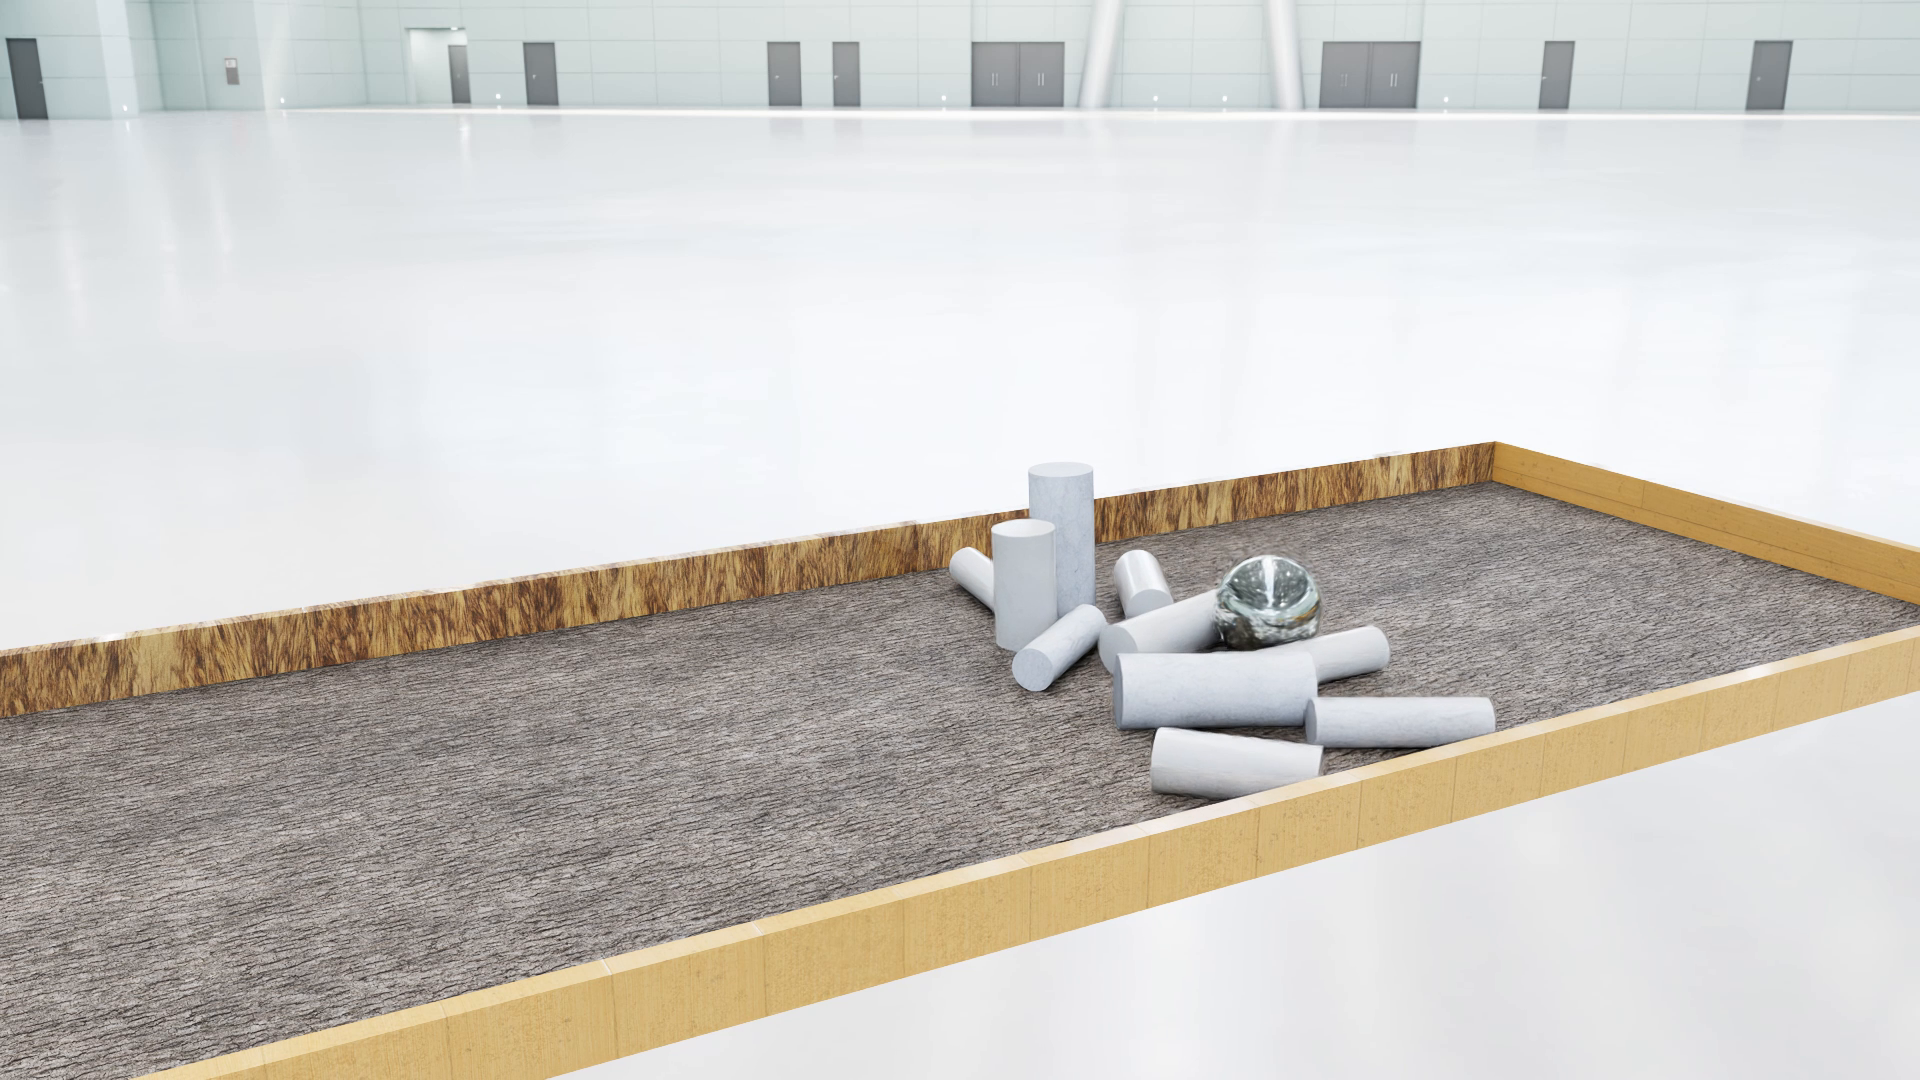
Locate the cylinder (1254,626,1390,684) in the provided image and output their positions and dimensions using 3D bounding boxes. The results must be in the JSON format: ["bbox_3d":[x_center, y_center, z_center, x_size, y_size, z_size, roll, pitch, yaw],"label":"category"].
[{"bbox_3d":[0.872,0.305,4.117,0.429,0.113,0.113,-9,19,-28],"label":"cylinder"}]

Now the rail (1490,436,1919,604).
[{"bbox_3d":[2.466,-0.048,5.253,0.050,0.150,2.100,-9,18,-27],"label":"rail"}]

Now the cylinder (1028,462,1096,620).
[{"bbox_3d":[0.284,0.006,4.579,0.180,0.418,0.180,-2,16,1],"label":"cylinder"}]

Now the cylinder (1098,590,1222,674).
[{"bbox_3d":[0.556,0.238,4.303,0.435,0.136,0.136,-15,22,-42],"label":"cylinder"}]

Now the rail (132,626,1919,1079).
[{"bbox_3d":[-2.336,1.006,1.665,12.000,0.150,0.050,-9,18,-27],"label":"rail"}]

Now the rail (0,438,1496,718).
[{"bbox_3d":[-3.305,0.497,3.399,12.000,0.150,0.050,-9,18,-27],"label":"rail"}]

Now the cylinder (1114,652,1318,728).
[{"bbox_3d":[0.592,0.350,3.857,0.446,0.174,0.174,-1,16,-3],"label":"cylinder"}]

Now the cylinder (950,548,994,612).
[{"bbox_3d":[0.083,0.123,4.737,0.114,0.114,0.351,-6,17,-20],"label":"cylinder"}]

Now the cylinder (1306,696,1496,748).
[{"bbox_3d":[0.996,0.414,3.741,0.400,0.114,0.114,0,16,-1],"label":"cylinder"}]

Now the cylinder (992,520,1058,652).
[{"bbox_3d":[0.173,0.119,4.377,0.167,0.315,0.167,-3,16,1],"label":"cylinder"}]

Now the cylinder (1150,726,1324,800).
[{"bbox_3d":[0.584,0.482,3.471,0.342,0.138,0.138,5,17,17],"label":"cylinder"}]

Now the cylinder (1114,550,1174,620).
[{"bbox_3d":[0.514,0.146,4.615,0.137,0.137,0.362,0,16,0],"label":"cylinder"}]

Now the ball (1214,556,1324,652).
[{"bbox_3d":[0.792,0.178,4.243,0.278,0.278,0.278,0,16,0],"label":"ball"}]

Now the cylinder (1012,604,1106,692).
[{"bbox_3d":[0.259,0.272,4.230,0.112,0.112,0.375,8,18,24],"label":"cylinder"}]
